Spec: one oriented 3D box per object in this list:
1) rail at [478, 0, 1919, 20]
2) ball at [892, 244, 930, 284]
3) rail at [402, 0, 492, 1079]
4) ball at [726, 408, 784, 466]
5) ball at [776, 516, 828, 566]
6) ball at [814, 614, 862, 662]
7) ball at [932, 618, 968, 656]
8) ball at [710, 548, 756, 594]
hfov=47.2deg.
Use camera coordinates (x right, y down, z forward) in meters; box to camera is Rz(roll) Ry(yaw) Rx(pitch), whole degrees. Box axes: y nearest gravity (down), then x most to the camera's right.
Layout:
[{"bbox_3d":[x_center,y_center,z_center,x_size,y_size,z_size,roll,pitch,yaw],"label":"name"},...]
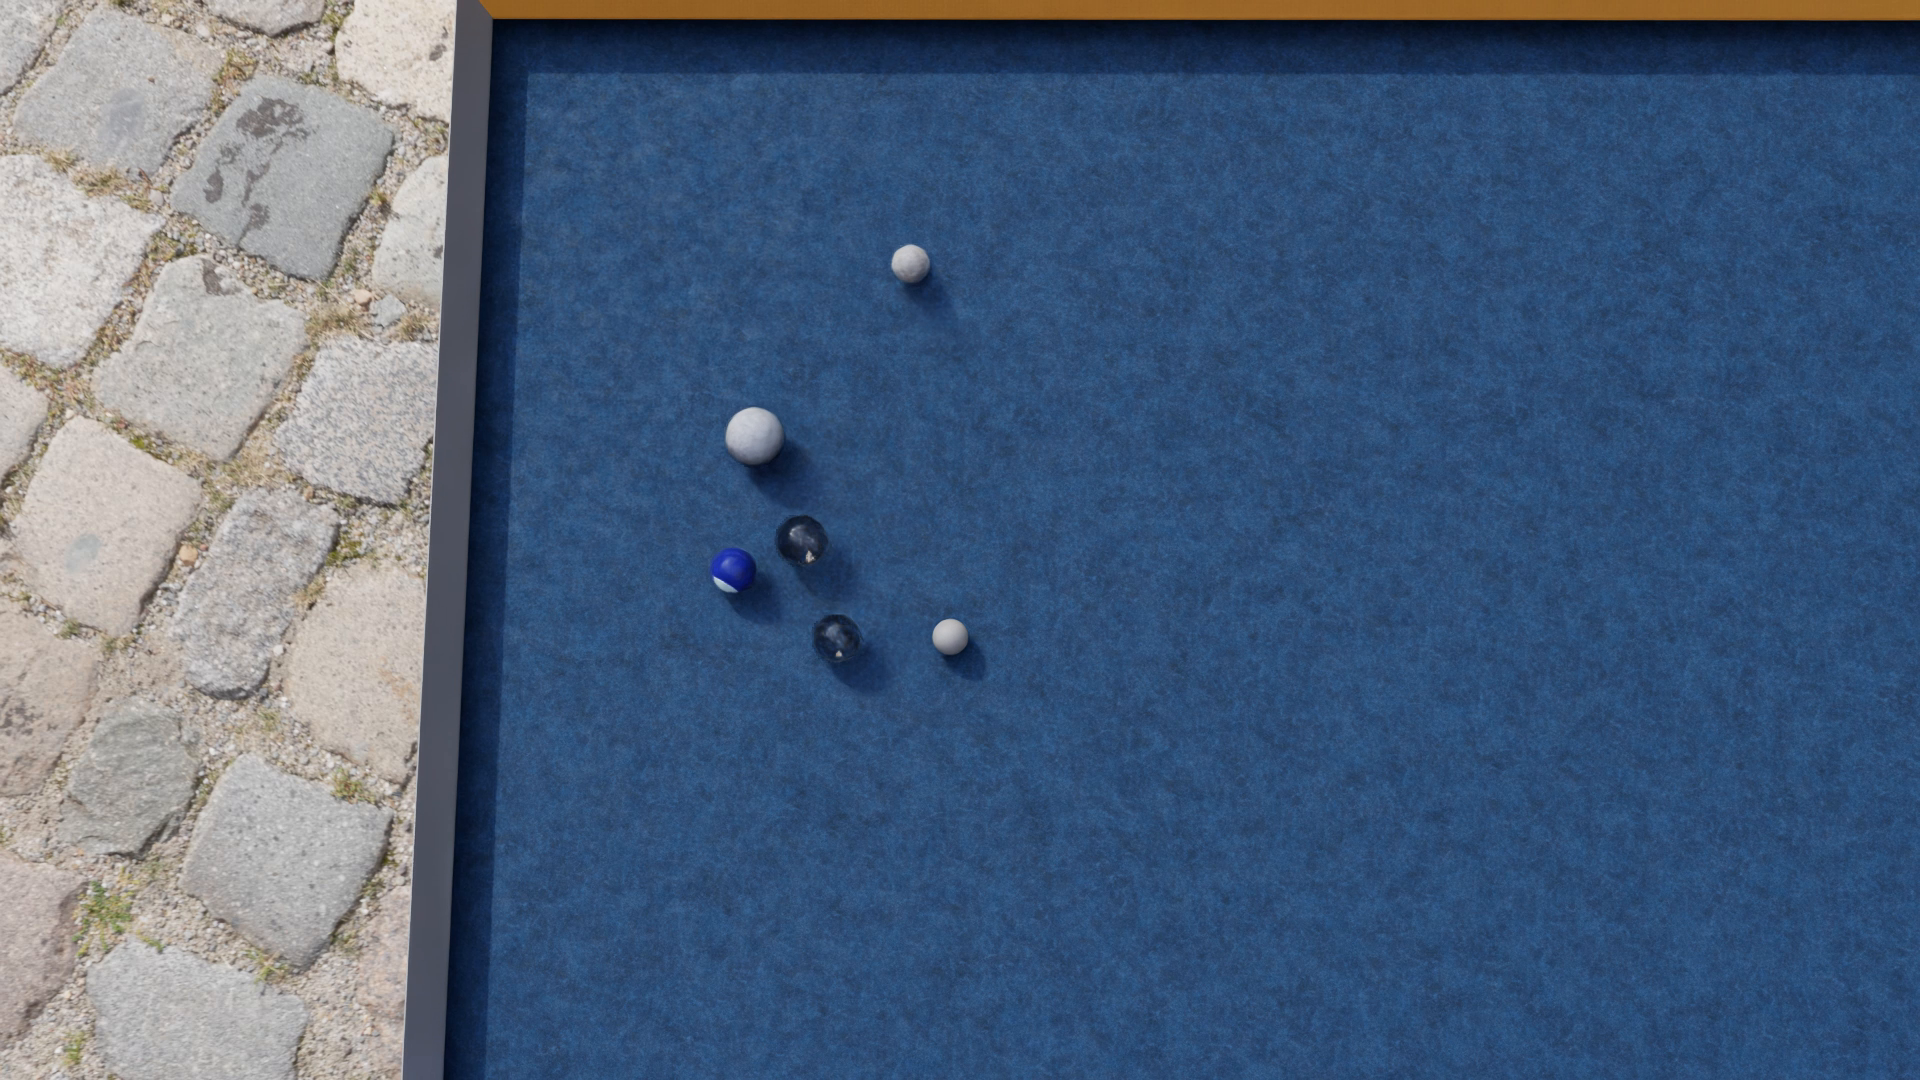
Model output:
[{"bbox_3d":[0.780,-0.838,3.451,3.116,0.114,0.045,0,78,0],"label":"rail"},{"bbox_3d":[-0.076,-0.426,3.395,0.059,0.059,0.059,0,78,0],"label":"ball"},{"bbox_3d":[-0.755,-0.005,3.279,0.045,0.114,1.752,0,78,0],"label":"rail"},{"bbox_3d":[-0.310,-0.157,3.325,0.088,0.088,0.088,0,78,0],"label":"ball"},{"bbox_3d":[-0.237,0.001,3.299,0.076,0.076,0.076,0,78,0],"label":"ball"},{"bbox_3d":[-0.183,0.146,3.271,0.071,0.071,0.071,0,78,0],"label":"ball"},{"bbox_3d":[-0.014,0.145,3.280,0.054,0.054,0.054,0,78,0],"label":"ball"},{"bbox_3d":[-0.339,0.045,3.293,0.069,0.069,0.069,0,78,0],"label":"ball"}]
